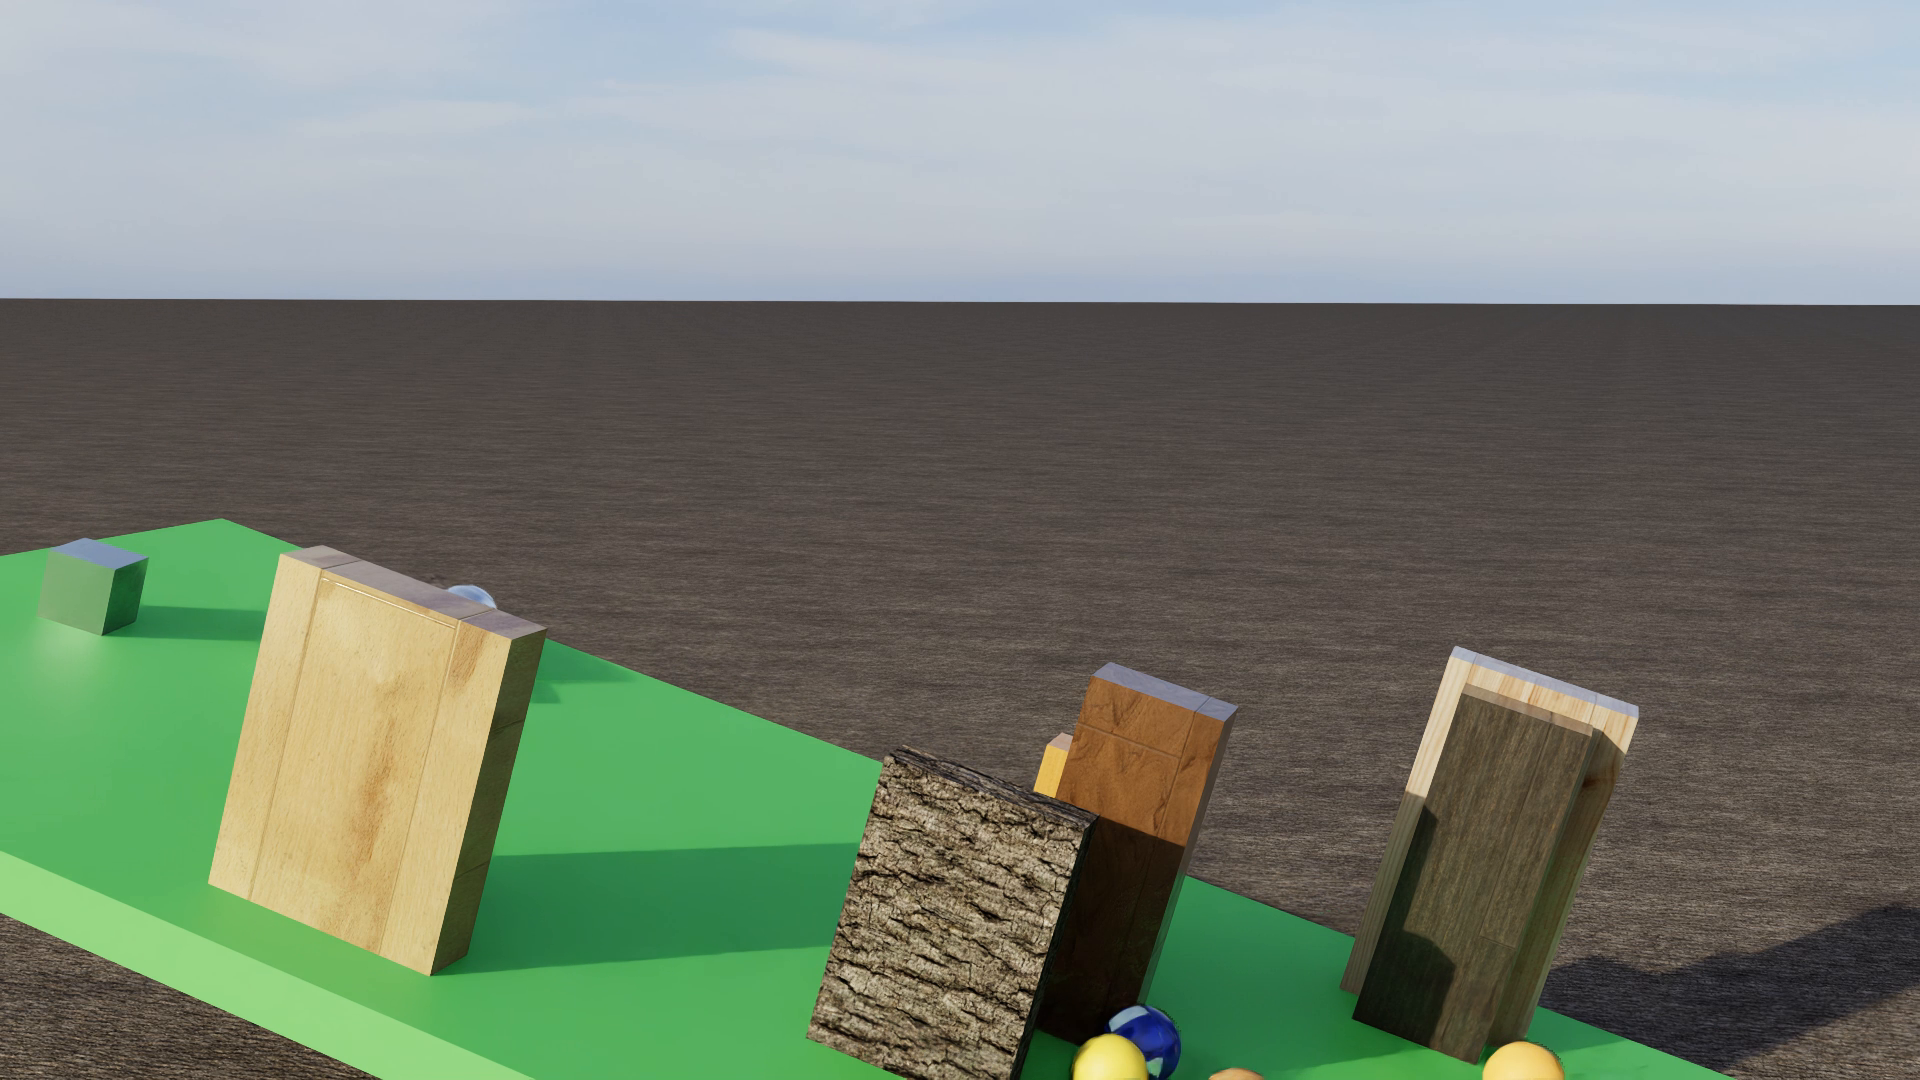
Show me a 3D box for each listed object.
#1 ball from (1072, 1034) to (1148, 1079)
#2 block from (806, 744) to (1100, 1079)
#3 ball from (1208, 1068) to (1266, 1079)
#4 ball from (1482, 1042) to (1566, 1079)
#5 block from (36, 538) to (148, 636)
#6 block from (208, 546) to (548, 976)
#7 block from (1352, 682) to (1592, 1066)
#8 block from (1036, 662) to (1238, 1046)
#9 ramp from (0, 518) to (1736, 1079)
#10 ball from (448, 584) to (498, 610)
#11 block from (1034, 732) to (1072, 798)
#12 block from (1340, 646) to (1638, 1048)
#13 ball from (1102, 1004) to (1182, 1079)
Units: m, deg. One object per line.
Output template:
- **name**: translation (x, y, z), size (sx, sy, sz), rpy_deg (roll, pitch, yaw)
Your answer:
- **ball**: translation (0.252, 0.897, 3.698), size (0.130, 0.130, 0.130), rpy_deg (0, 7, 0)
- **block**: translation (-0.015, 0.638, 3.618), size (0.347, 0.507, 0.104), rpy_deg (19, 12, 14)
- **ball**: translation (0.462, 0.955, 3.660), size (0.149, 0.149, 0.149), rpy_deg (0, 7, 0)
- **ball**: translation (1.060, 1.022, 4.134), size (0.155, 0.155, 0.155), rpy_deg (0, 7, 0)
- **block**: translation (-1.833, 0.098, 4.650), size (0.147, 0.147, 0.147), rpy_deg (17, 11, 4)
- **block**: translation (-0.945, 0.352, 3.554), size (0.424, 0.574, 0.118), rpy_deg (19, 12, 14)
- **block**: translation (1.019, 0.665, 4.386), size (0.258, 0.707, 0.114), rpy_deg (19, 12, 14)
- **block**: translation (0.276, 0.574, 3.949), size (0.246, 0.652, 0.140), rpy_deg (19, 12, 14)
- **ramp**: translation (-0.374, 0.729, 4.238), size (4.000, 0.100, 2.000), rpy_deg (19, 12, 14)
- **ball**: translation (-1.159, 0.182, 5.142), size (0.156, 0.156, 0.156), rpy_deg (0, 7, 0)
- **block**: translation (0.268, 0.632, 4.235), size (0.312, 0.428, 0.113), rpy_deg (19, 12, 14)
- **block**: translation (1.084, 0.636, 4.524), size (0.382, 0.743, 0.130), rpy_deg (19, 12, 14)
- **ball**: translation (0.313, 0.881, 3.826), size (0.142, 0.142, 0.142), rpy_deg (0, 7, 0)
